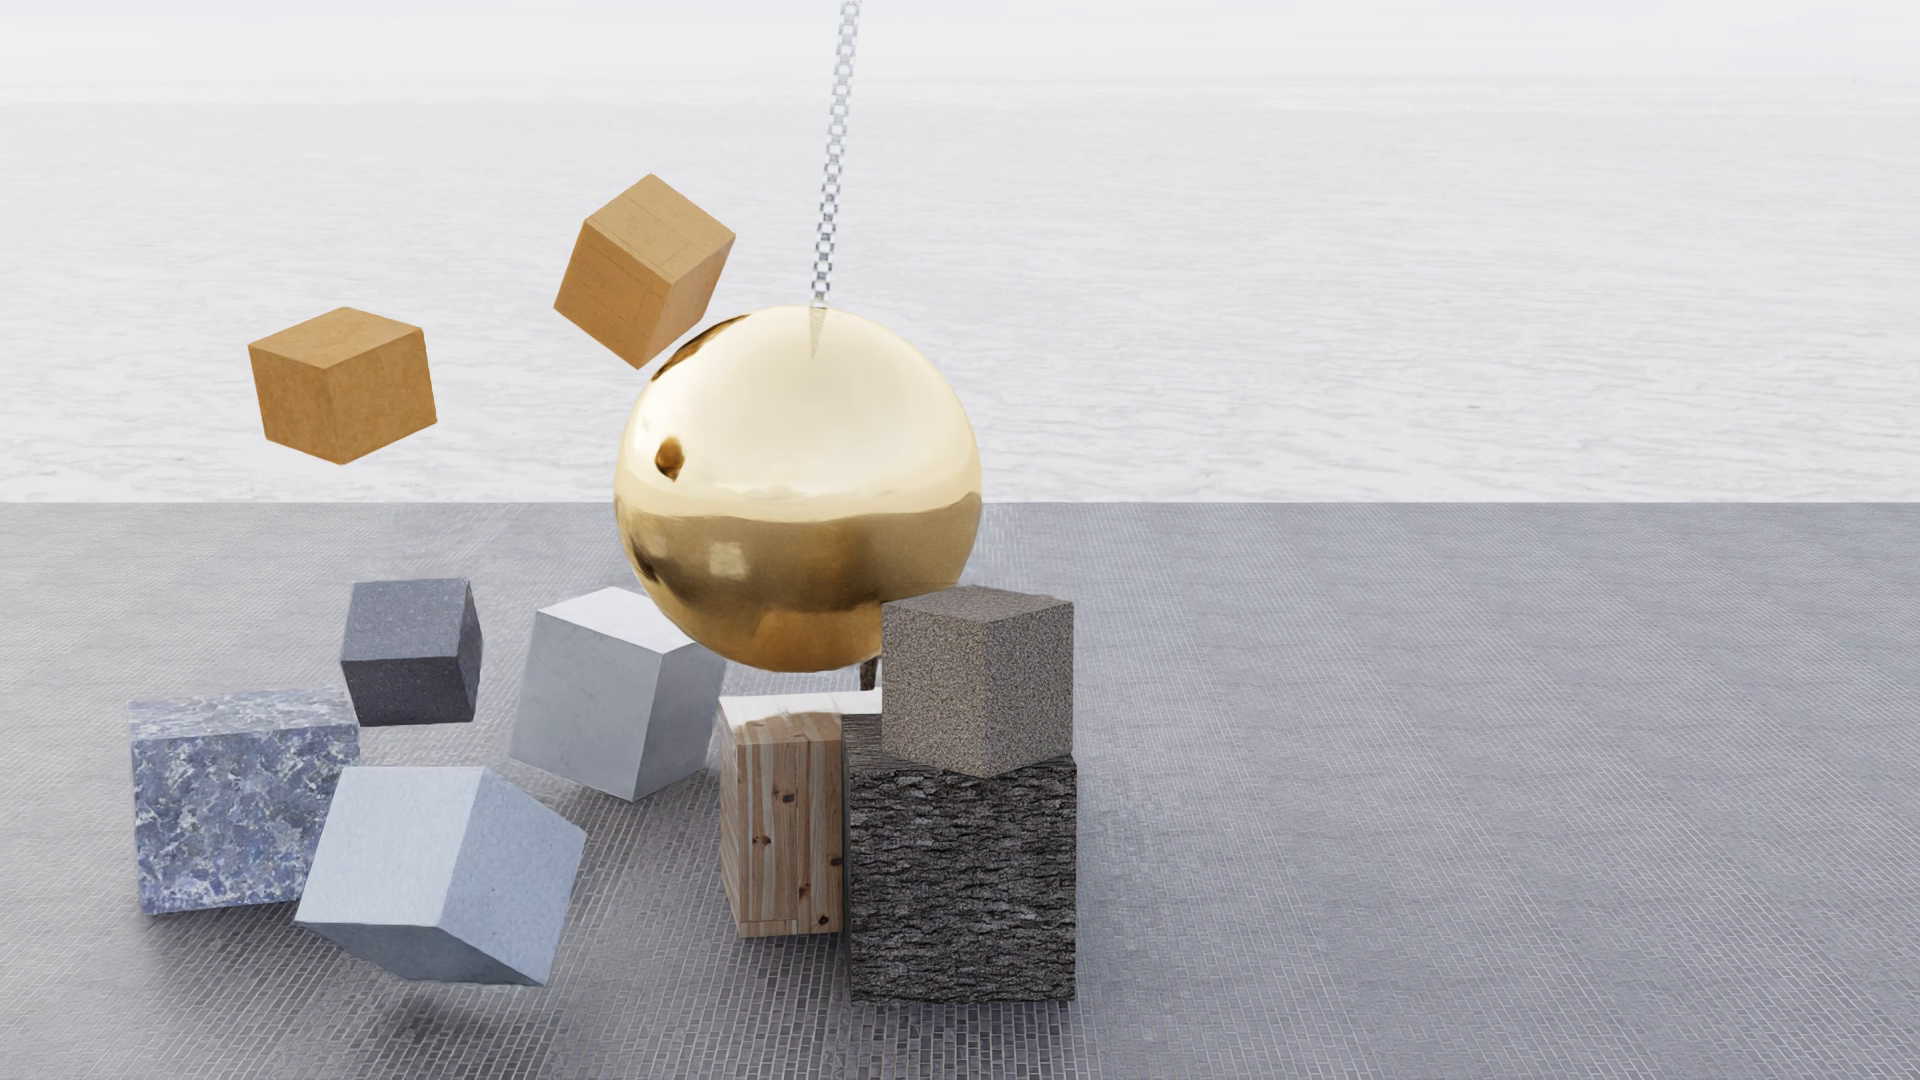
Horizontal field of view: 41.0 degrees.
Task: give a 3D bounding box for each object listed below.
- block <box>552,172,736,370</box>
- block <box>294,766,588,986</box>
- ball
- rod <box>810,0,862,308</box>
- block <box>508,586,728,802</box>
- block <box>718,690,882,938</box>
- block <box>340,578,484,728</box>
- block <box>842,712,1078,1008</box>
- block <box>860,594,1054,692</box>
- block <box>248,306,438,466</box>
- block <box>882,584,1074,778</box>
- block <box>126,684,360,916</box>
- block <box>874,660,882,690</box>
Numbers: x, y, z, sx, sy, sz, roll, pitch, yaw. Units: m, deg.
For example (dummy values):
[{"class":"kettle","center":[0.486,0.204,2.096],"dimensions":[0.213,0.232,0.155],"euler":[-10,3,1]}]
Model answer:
[{"class":"block","center":[-1.442,-1.227,11.721],"dimensions":[0.499,0.561,0.525],"euler":[36,44,7]},{"class":"block","center":[-1.945,1.267,9.667],"dimensions":[0.692,0.616,0.659],"euler":[-3,-29,30]},{"class":"ball","center":[-0.699,-0.220,11.140],"dimensions":[1.600,1.600,1.600],"euler":[0,10,0]},{"class":"rod","center":[-0.303,-3.543,10.536],"dimensions":[0.080,5.200,0.080],"euler":[7,10,-1]},{"class":"block","center":[-1.686,0.754,12.820],"dimensions":[0.708,0.766,0.780],"euler":[17,14,18]},{"class":"block","center":[-0.528,1.147,10.965],"dimensions":[0.920,0.819,0.818],"euler":[-2,10,-10]},{"class":"block","center":[-2.483,0.510,11.669],"dimensions":[0.517,0.450,0.483],"euler":[-3,45,0]},{"class":"block","center":[-0.022,1.239,10.154],"dimensions":[0.856,0.930,0.878],"euler":[-1,10,-5]},{"class":"block","center":[0.001,0.805,12.554],"dimensions":[0.943,0.924,0.856],"euler":[0,10,0]},{"class":"block","center":[-2.509,-0.635,10.441],"dimensions":[0.493,0.418,0.497],"euler":[17,33,35]},{"class":"block","center":[0.068,0.529,9.810],"dimensions":[0.523,0.589,0.514],"euler":[9,14,41]},{"class":"block","center":[-3.146,1.122,11.275],"dimensions":[0.928,0.758,0.755],"euler":[-4,11,-19]},{"class":"block","center":[-0.007,1.012,11.797],"dimensions":[0.755,0.789,0.688],"euler":[0,10,0]}]
